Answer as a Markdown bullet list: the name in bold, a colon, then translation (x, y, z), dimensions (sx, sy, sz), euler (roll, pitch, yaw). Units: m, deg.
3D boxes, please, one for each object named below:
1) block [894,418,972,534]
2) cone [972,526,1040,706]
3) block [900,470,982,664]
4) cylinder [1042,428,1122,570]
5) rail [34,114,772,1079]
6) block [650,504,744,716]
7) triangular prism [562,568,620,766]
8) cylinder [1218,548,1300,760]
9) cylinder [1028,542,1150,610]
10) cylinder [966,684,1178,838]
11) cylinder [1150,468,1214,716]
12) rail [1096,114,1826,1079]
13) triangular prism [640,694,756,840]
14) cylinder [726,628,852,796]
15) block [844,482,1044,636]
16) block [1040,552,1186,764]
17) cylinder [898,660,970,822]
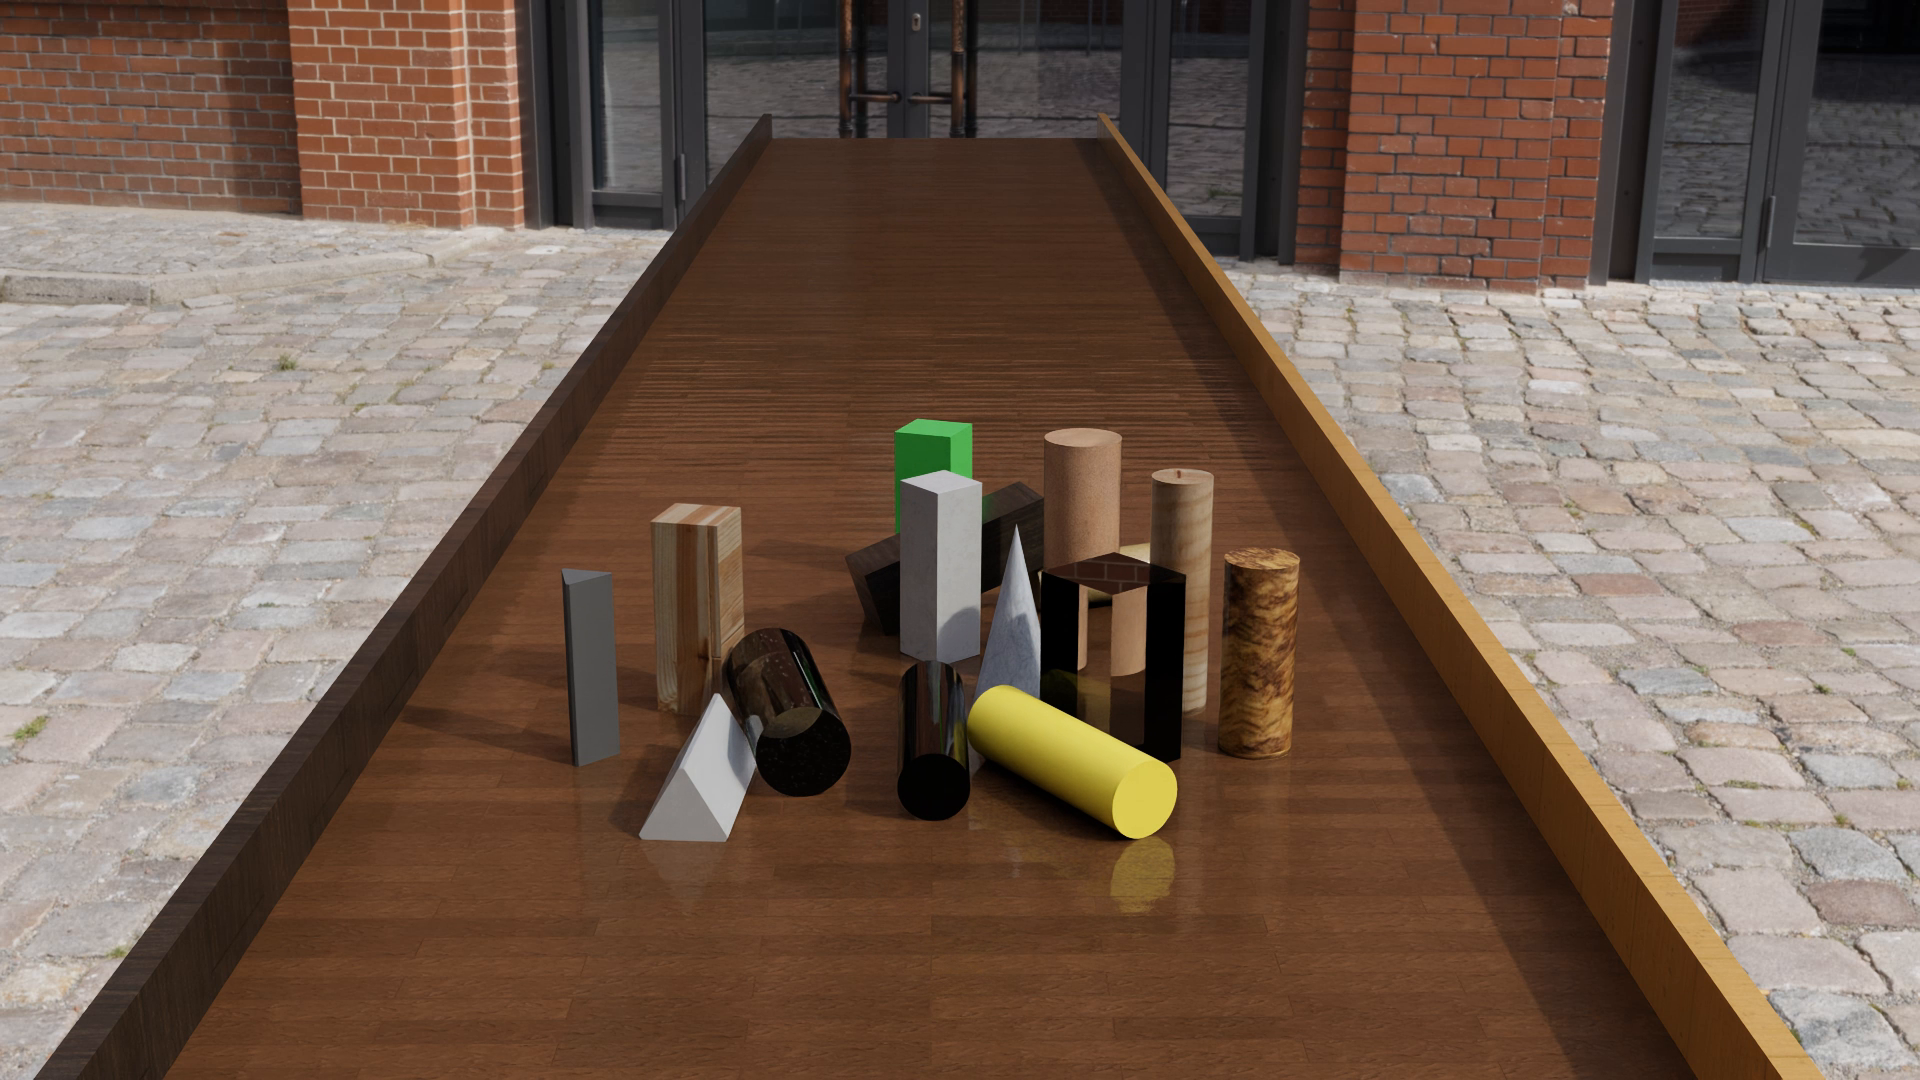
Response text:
- **block**: translation (-0.058, -0.082, 4.897), dimensions (0.132, 0.345, 0.132), euler (6, 18, 20)
- **cone**: translation (0.104, 0.142, 4.115), dimensions (0.164, 0.361, 0.164), euler (0, 17, 0)
- **block**: translation (-0.039, 0.056, 4.392), dimensions (0.114, 0.362, 0.114), euler (-15, 24, -39)
- **cylinder**: translation (0.243, 0.013, 4.397), dimensions (0.153, 0.449, 0.153), euler (0, 17, 0)
- **rail**: translation (-1.118, -0.838, 7.780), dimensions (0.050, 0.150, 12.000), euler (0, 17, -1)
- **block**: translation (-0.490, 0.132, 4.129), dimensions (0.130, 0.374, 0.130), euler (4, 17, 13)
- **triangular prism**: translation (-0.671, 0.221, 3.892), dimensions (0.094, 0.338, 0.082), euler (-16, 23, -42)
- **cylinder**: translation (0.532, 0.203, 3.921), dimensions (0.132, 0.356, 0.132), euler (0, 17, 0)
- **cylinder**: translation (0.288, 0.078, 4.766), dimensions (0.307, 0.113, 0.113), euler (-7, 18, -23)
- **cylinder**: translation (0.184, 0.372, 3.742), dimensions (0.134, 0.134, 0.421), euler (-11, 20, -32)
- **cylinder**: translation (0.410, 0.099, 4.105), dimensions (0.114, 0.450, 0.114), euler (0, 17, 0)
- **rail**: translation (0.932, -0.844, 7.801), dimensions (0.050, 0.150, 12.000), euler (0, 17, -1)
- **triangular prism**: translation (-0.439, 0.378, 3.726), dimensions (0.144, 0.124, 0.343), euler (1, 17, 3)
- **cylinder**: translation (-0.311, 0.301, 3.927), dimensions (0.164, 0.164, 0.422), euler (-4, 17, -12)
- **block**: translation (-0.013, 0.036, 4.639), dimensions (0.415, 0.143, 0.143), euler (-24, 22, -12)
- **block**: translation (0.267, 0.222, 3.879), dimensions (0.178, 0.343, 0.178), euler (-14, 21, -38)
- **cylinder**: translation (-0.048, 0.345, 3.856), dimensions (0.121, 0.121, 0.454), euler (0, 17, -1)
